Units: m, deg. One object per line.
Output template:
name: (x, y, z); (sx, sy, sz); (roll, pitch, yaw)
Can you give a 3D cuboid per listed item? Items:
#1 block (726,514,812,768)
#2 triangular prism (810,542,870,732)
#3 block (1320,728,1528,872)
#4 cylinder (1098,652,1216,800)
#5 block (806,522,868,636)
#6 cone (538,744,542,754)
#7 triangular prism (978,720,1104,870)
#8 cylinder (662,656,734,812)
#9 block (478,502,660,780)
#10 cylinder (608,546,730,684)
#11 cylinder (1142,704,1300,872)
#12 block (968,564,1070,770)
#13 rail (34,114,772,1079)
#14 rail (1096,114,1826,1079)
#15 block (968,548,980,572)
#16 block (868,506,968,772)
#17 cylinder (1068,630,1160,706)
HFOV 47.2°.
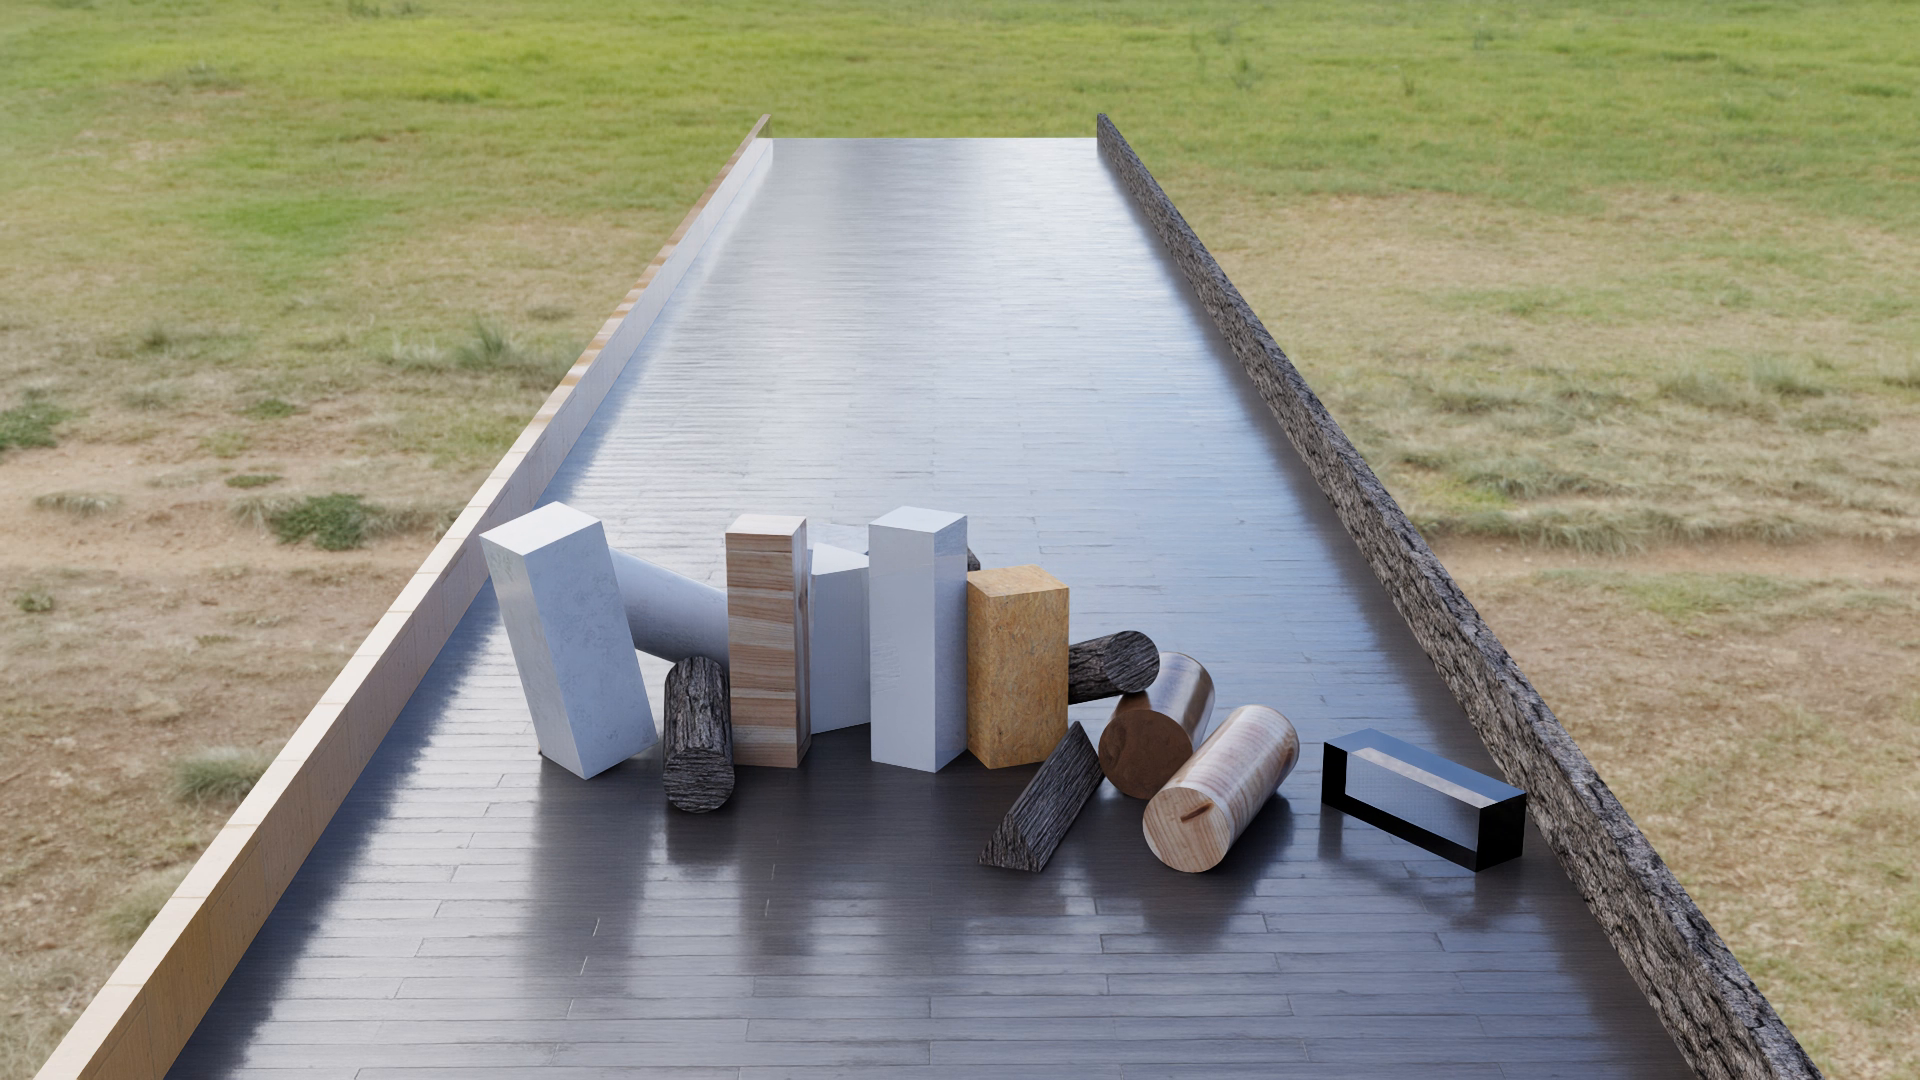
block: (-0.336, 0.178, 3.878); (0.117, 0.428, 0.117); (2, 17, 8)
triangular prism: (-0.243, 0.175, 4.053); (0.156, 0.317, 0.135); (-9, 25, -31)
block: (0.757, 0.423, 3.613); (0.110, 0.110, 0.343); (-12, 20, -34)
cylinder: (0.349, 0.321, 3.861); (0.163, 0.163, 0.301); (4, 17, 13)
block: (-0.229, 0.146, 4.188); (0.167, 0.311, 0.167); (7, 18, 21)
cone: (-0.739, 0.300, 4.077); (0.165, 0.165, 0.334); (2, 30, 6)
triangular prism: (0.141, 0.416, 3.661); (0.105, 0.091, 0.422); (5, 17, 17)
cylinder: (-0.463, 0.337, 3.885); (0.119, 0.119, 0.449); (-2, 17, -7)
block: (-0.678, 0.175, 3.830); (0.154, 0.438, 0.154); (-27, 29, -32)
cylinder: (-0.559, 0.141, 4.181); (0.383, 0.164, 0.164); (23, 3, -31)
cylinder: (0.435, 0.403, 3.620); (0.144, 0.144, 0.396); (7, 18, 23)
block: (0.094, 0.223, 3.917); (0.150, 0.318, 0.150); (-6, 18, -21)
rail: (-1.118, -0.838, 7.780); (0.050, 0.150, 12.000); (0, 17, -1)
rail: (0.932, -0.844, 7.801); (0.050, 0.150, 12.000); (0, 17, -1)
block: (-0.051, 0.177, 4.079); (0.150, 0.315, 0.150); (-3, 17, -11)
block: (-0.072, 0.174, 3.873); (0.127, 0.438, 0.127); (8, 18, 25)
cylinder: (0.220, 0.238, 3.951); (0.106, 0.106, 0.430); (-6, -6, -21)
